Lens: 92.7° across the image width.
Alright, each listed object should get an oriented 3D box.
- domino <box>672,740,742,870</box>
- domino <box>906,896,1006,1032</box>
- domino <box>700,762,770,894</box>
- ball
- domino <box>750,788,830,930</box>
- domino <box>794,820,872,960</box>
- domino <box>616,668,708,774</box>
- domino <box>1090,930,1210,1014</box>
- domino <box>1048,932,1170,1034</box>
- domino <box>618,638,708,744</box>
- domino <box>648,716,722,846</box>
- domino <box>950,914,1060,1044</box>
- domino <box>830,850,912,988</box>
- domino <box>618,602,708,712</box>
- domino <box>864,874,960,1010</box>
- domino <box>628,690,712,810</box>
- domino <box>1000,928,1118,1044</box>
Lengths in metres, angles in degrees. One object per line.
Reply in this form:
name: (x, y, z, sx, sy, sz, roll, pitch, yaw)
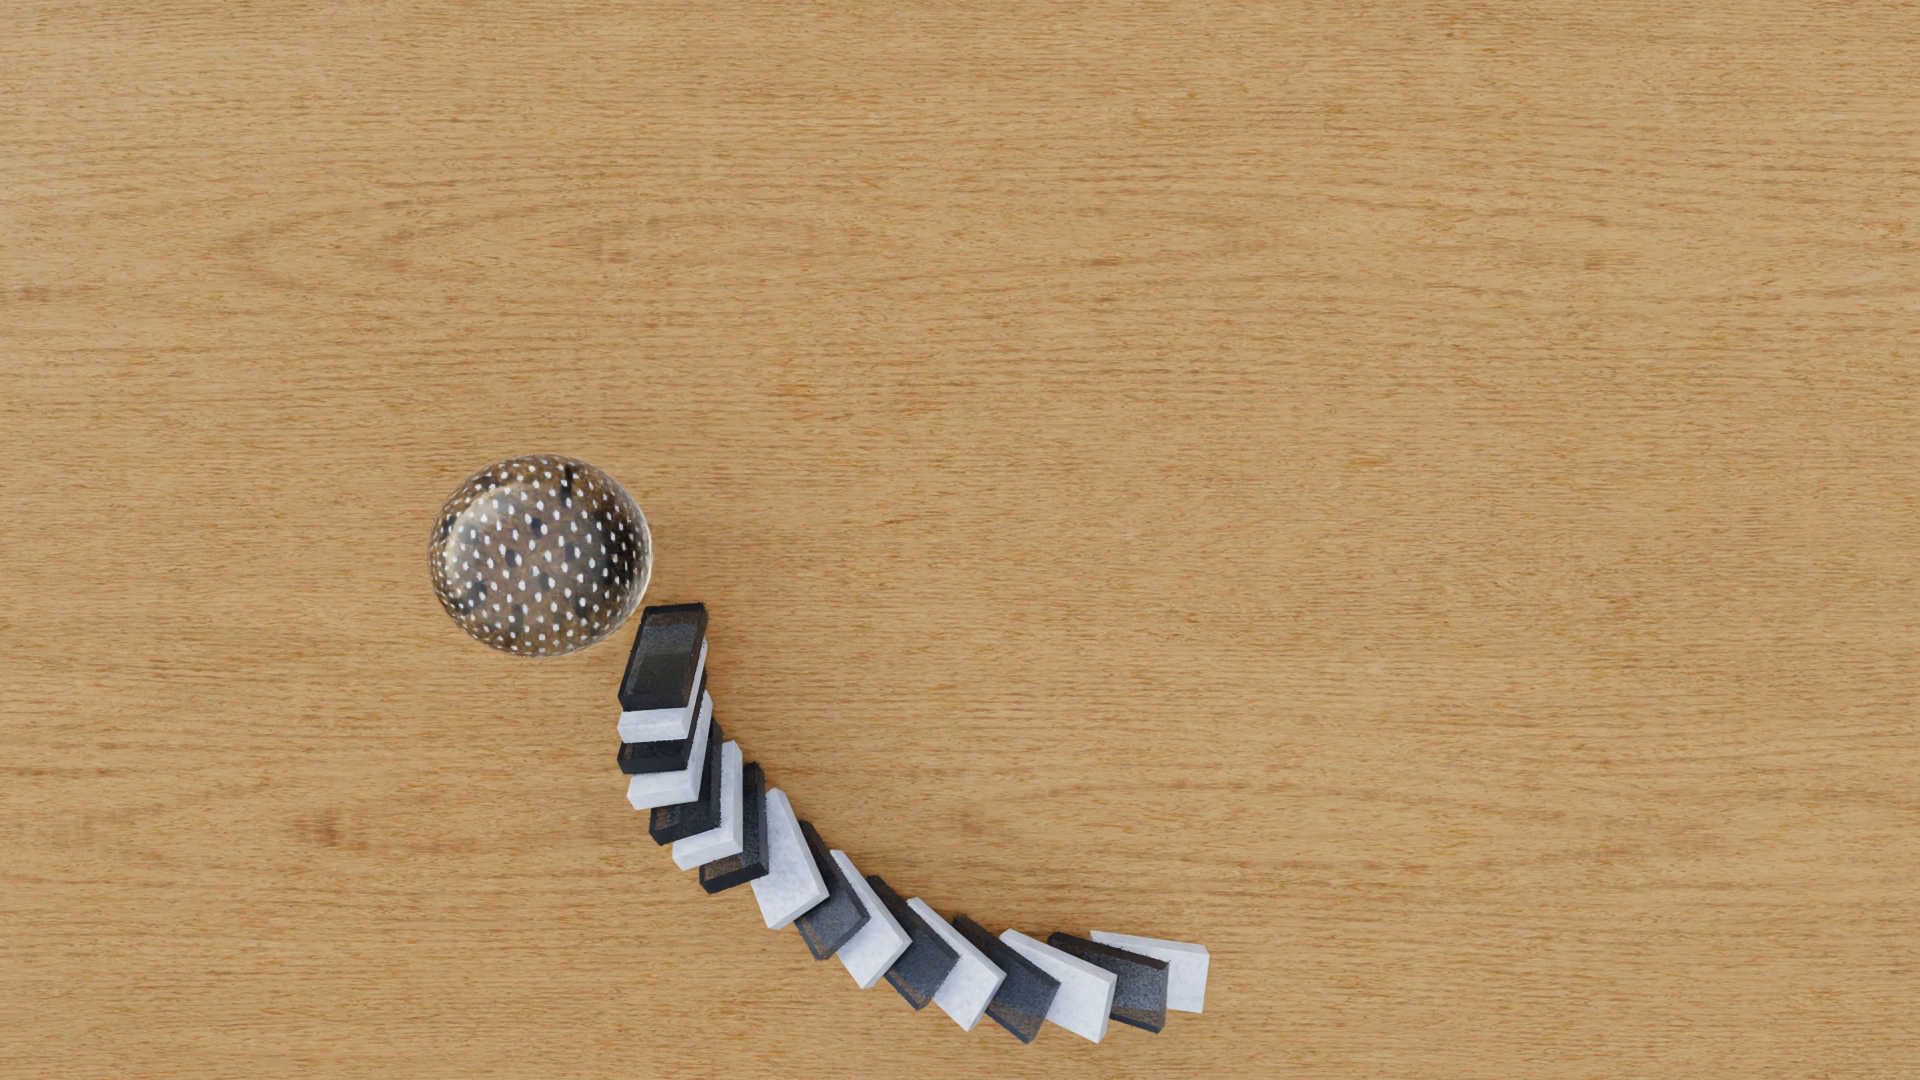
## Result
domino: (-0.103, 0.108, 0.377, 0.025, 0.050, 0.009, -18, 129, 1)
domino: (-0.008, 0.177, 0.384, 0.050, 0.010, 0.025, 31, 90, 27)
domino: (-0.093, 0.118, 0.378, 0.025, 0.050, 0.009, -19, 129, 0)
ball: (-0.163, 0.006, 0.360, 0.080, 0.080, 0.080, 0, 90, 0)
domino: (-0.077, 0.132, 0.383, 0.025, 0.010, 0.050, -34, 58, 0)
domino: (-0.061, 0.146, 0.383, 0.025, 0.009, 0.050, -43, 59, 0)
domino: (-0.122, 0.072, 0.378, 0.025, 0.050, 0.010, -4, 130, 0)
domino: (0.080, 0.186, 0.395, 0.050, 0.009, 0.025, 8, 90, 0)
domino: (0.060, 0.184, 0.382, 0.050, 0.009, 0.025, 3, 88, 29)
domino: (-0.122, 0.060, 0.378, 0.025, 0.050, 0.009, -4, 130, 0)
domino: (-0.112, 0.098, 0.377, 0.025, 0.050, 0.010, -18, 129, 1)
domino: (0.014, 0.183, 0.384, 0.050, 0.009, 0.025, 25, 90, 28)
domino: (-0.045, 0.158, 0.383, 0.025, 0.010, 0.050, -48, 60, 0)
domino: (-0.121, 0.047, 0.378, 0.025, 0.050, 0.009, -4, 130, 0)
domino: (-0.027, 0.168, 0.384, 0.050, 0.010, 0.025, 34, 90, 28)
domino: (-0.118, 0.085, 0.378, 0.025, 0.050, 0.010, -9, 129, 1)
domino: (0.038, 0.186, 0.383, 0.050, 0.009, 0.025, 12, 92, 29)
